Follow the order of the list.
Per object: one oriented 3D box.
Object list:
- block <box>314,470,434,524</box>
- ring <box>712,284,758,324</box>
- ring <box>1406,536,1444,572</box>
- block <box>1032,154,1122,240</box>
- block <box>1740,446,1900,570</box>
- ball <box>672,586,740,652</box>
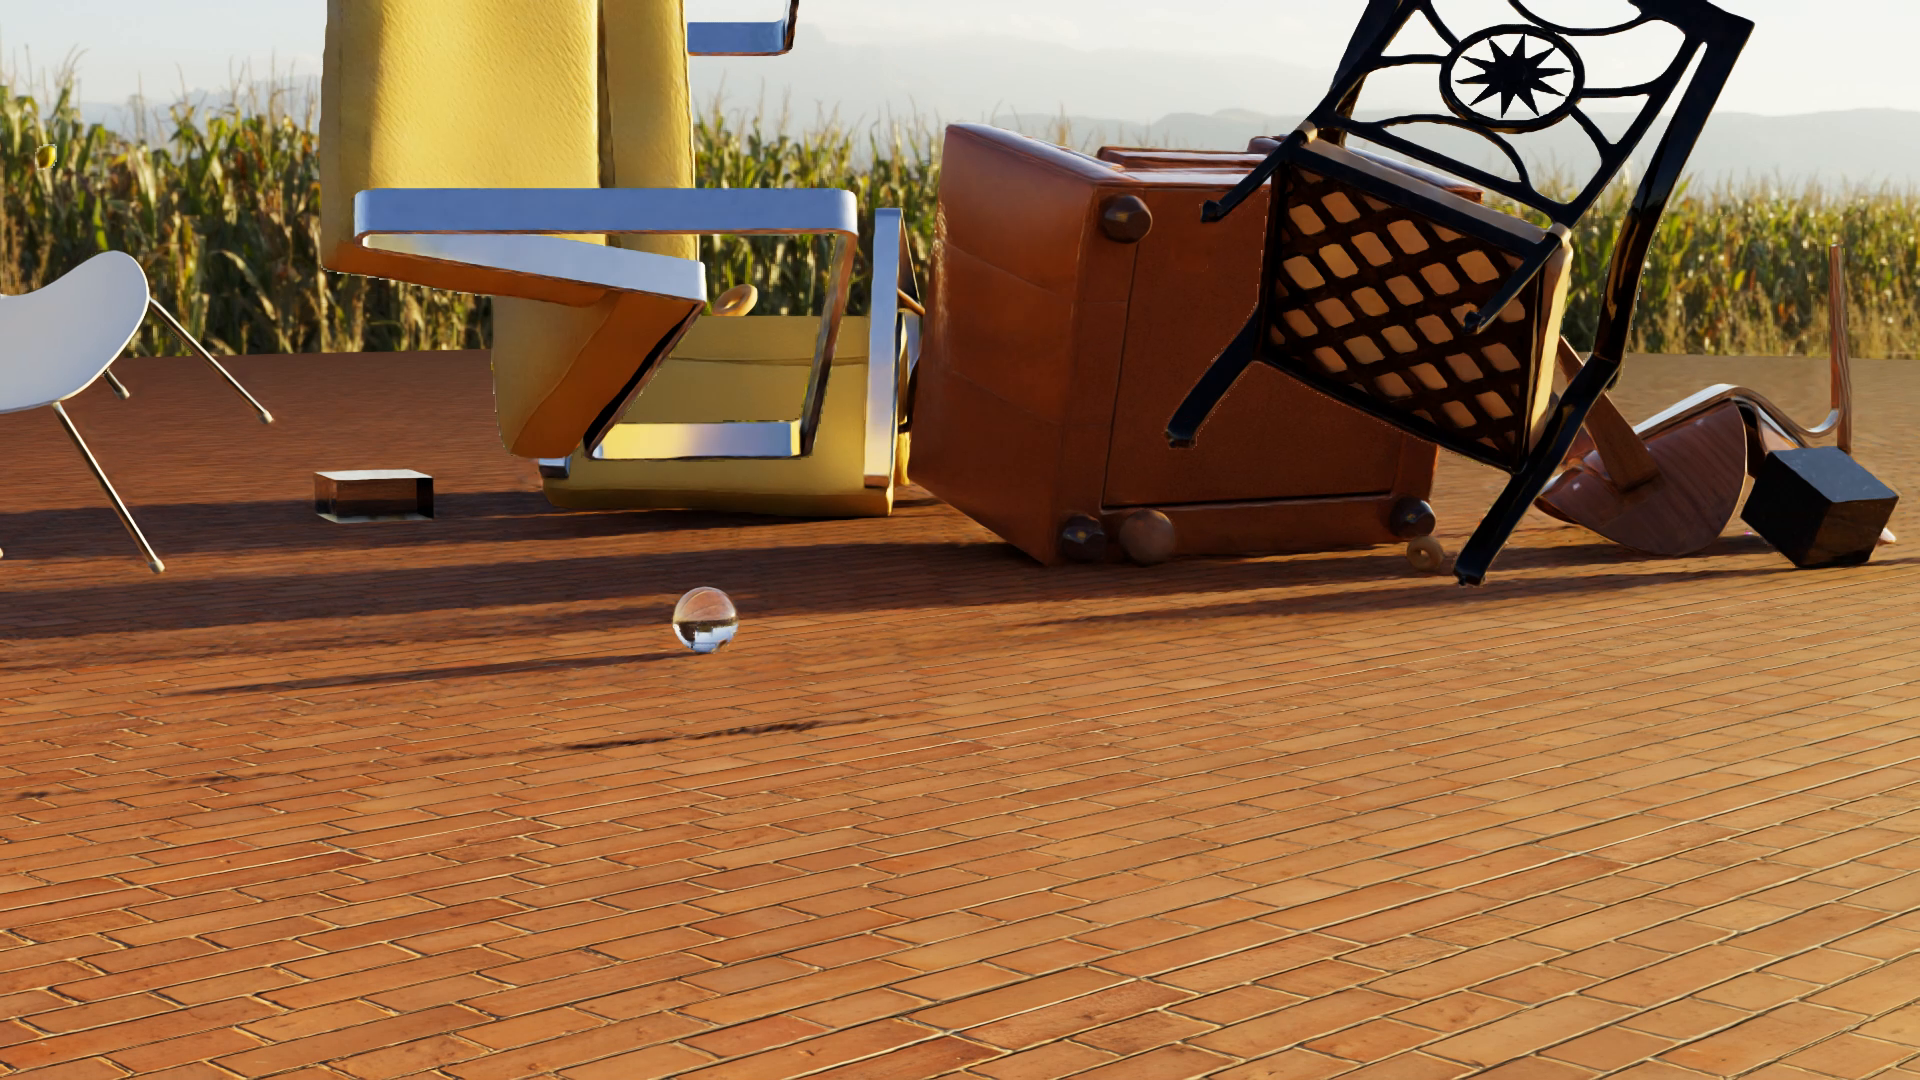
[{"bbox_3d":[-1.606,-0.121,7.026,0.260,0.116,0.303,-3,6,-25],"label":"block"},{"bbox_3d":[-0.681,-0.714,7.762,0.161,0.091,0.060,-37,-29,-9],"label":"ring"},{"bbox_3d":[1.040,0.031,5.736,0.087,0.080,0.042,10,39,29],"label":"ring"},{"bbox_3d":[0.372,-1.093,8.200,0.112,0.212,0.181,-47,13,-26],"label":"block"},{"bbox_3d":[1.956,-0.075,5.846,0.212,0.181,0.213,-5,36,-29],"label":"block"},{"bbox_3d":[-0.445,0.140,4.490,0.116,0.116,0.116,0,6,0],"label":"ball"}]
